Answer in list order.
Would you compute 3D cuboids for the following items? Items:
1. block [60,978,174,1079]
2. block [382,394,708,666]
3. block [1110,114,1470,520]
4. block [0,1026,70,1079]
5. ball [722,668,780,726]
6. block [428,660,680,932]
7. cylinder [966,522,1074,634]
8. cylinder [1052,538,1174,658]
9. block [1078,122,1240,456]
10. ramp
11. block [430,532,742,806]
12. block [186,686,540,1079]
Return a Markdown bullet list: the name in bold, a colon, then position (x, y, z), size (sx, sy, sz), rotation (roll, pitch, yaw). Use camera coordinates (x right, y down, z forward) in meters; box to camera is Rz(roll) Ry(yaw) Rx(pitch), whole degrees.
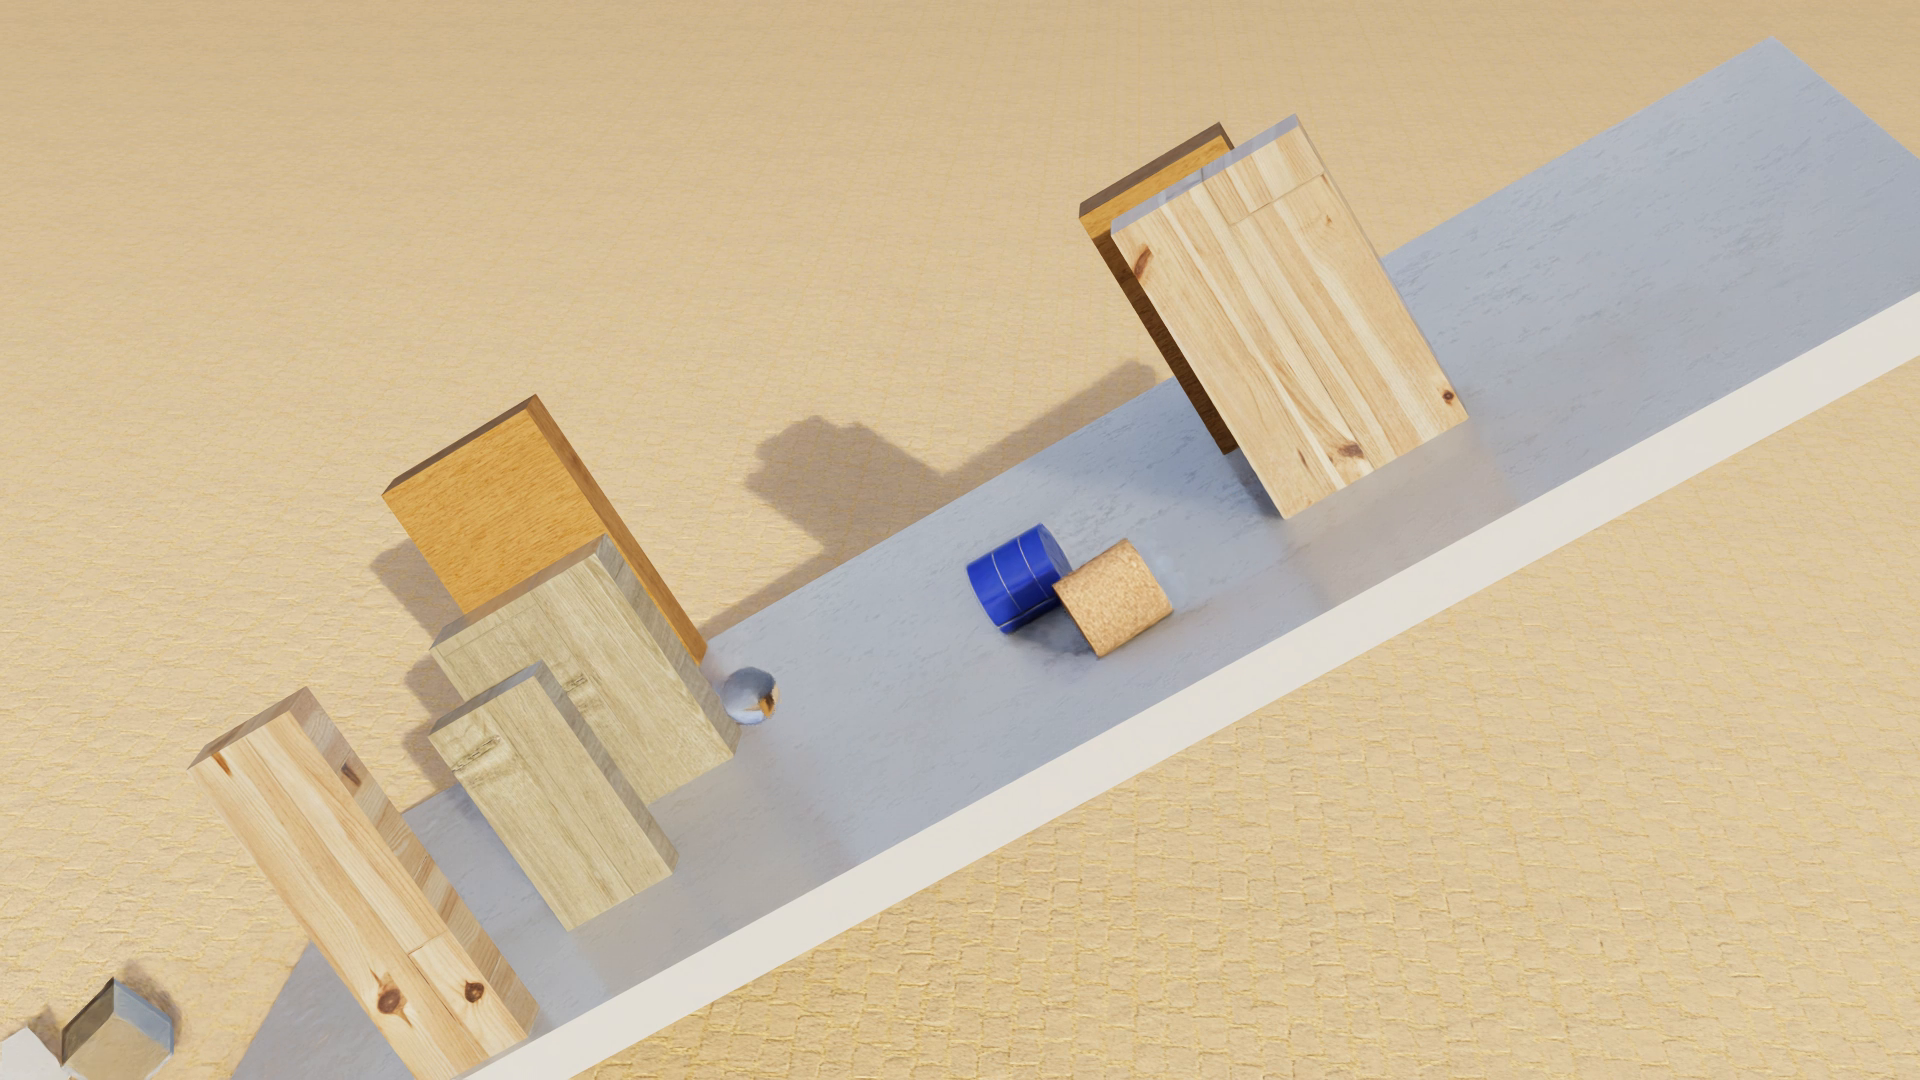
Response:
- **block**: position (-1.863, 1.112, 6.504), size (0.169, 0.169, 0.169), rotation (-46, 25, 3)
- **block**: position (-1.022, 0.079, 7.273), size (0.431, 0.769, 0.132), rotation (-29, 15, 13)
- **block**: position (0.636, -0.426, 5.669), size (0.407, 0.662, 0.125), rotation (-29, 15, 13)
- **block**: position (-2.062, 1.183, 6.394), size (0.147, 0.147, 0.147), rotation (47, 31, 5)
- **ball**: position (-0.464, 0.346, 6.523), size (0.129, 0.129, 0.129), rotation (0, 19, 0)
- **block**: position (-0.822, 0.521, 5.969), size (0.261, 0.502, 0.089), rotation (-29, 15, 13)
- **cylinder**: position (0.130, 0.080, 6.063), size (0.170, 0.170, 0.170), rotation (-30, 15, 12)
- **cylinder**: position (0.293, 0.112, 5.630), size (0.169, 0.169, 0.169), rotation (-33, 23, 0)
- **block**: position (0.559, -0.534, 6.282), size (0.344, 0.607, 0.142), rotation (-29, 15, 13)
- **ramp**: position (0.141, 0.169, 6.289), size (4.000, 0.100, 2.000), rotation (-29, 15, 13)
- **block**: position (-0.820, 0.334, 6.476), size (0.440, 0.547, 0.137), rotation (-29, 15, 13)
- **block**: position (-1.126, 0.667, 5.582), size (0.240, 0.780, 0.120), rotation (-29, 15, 13)
